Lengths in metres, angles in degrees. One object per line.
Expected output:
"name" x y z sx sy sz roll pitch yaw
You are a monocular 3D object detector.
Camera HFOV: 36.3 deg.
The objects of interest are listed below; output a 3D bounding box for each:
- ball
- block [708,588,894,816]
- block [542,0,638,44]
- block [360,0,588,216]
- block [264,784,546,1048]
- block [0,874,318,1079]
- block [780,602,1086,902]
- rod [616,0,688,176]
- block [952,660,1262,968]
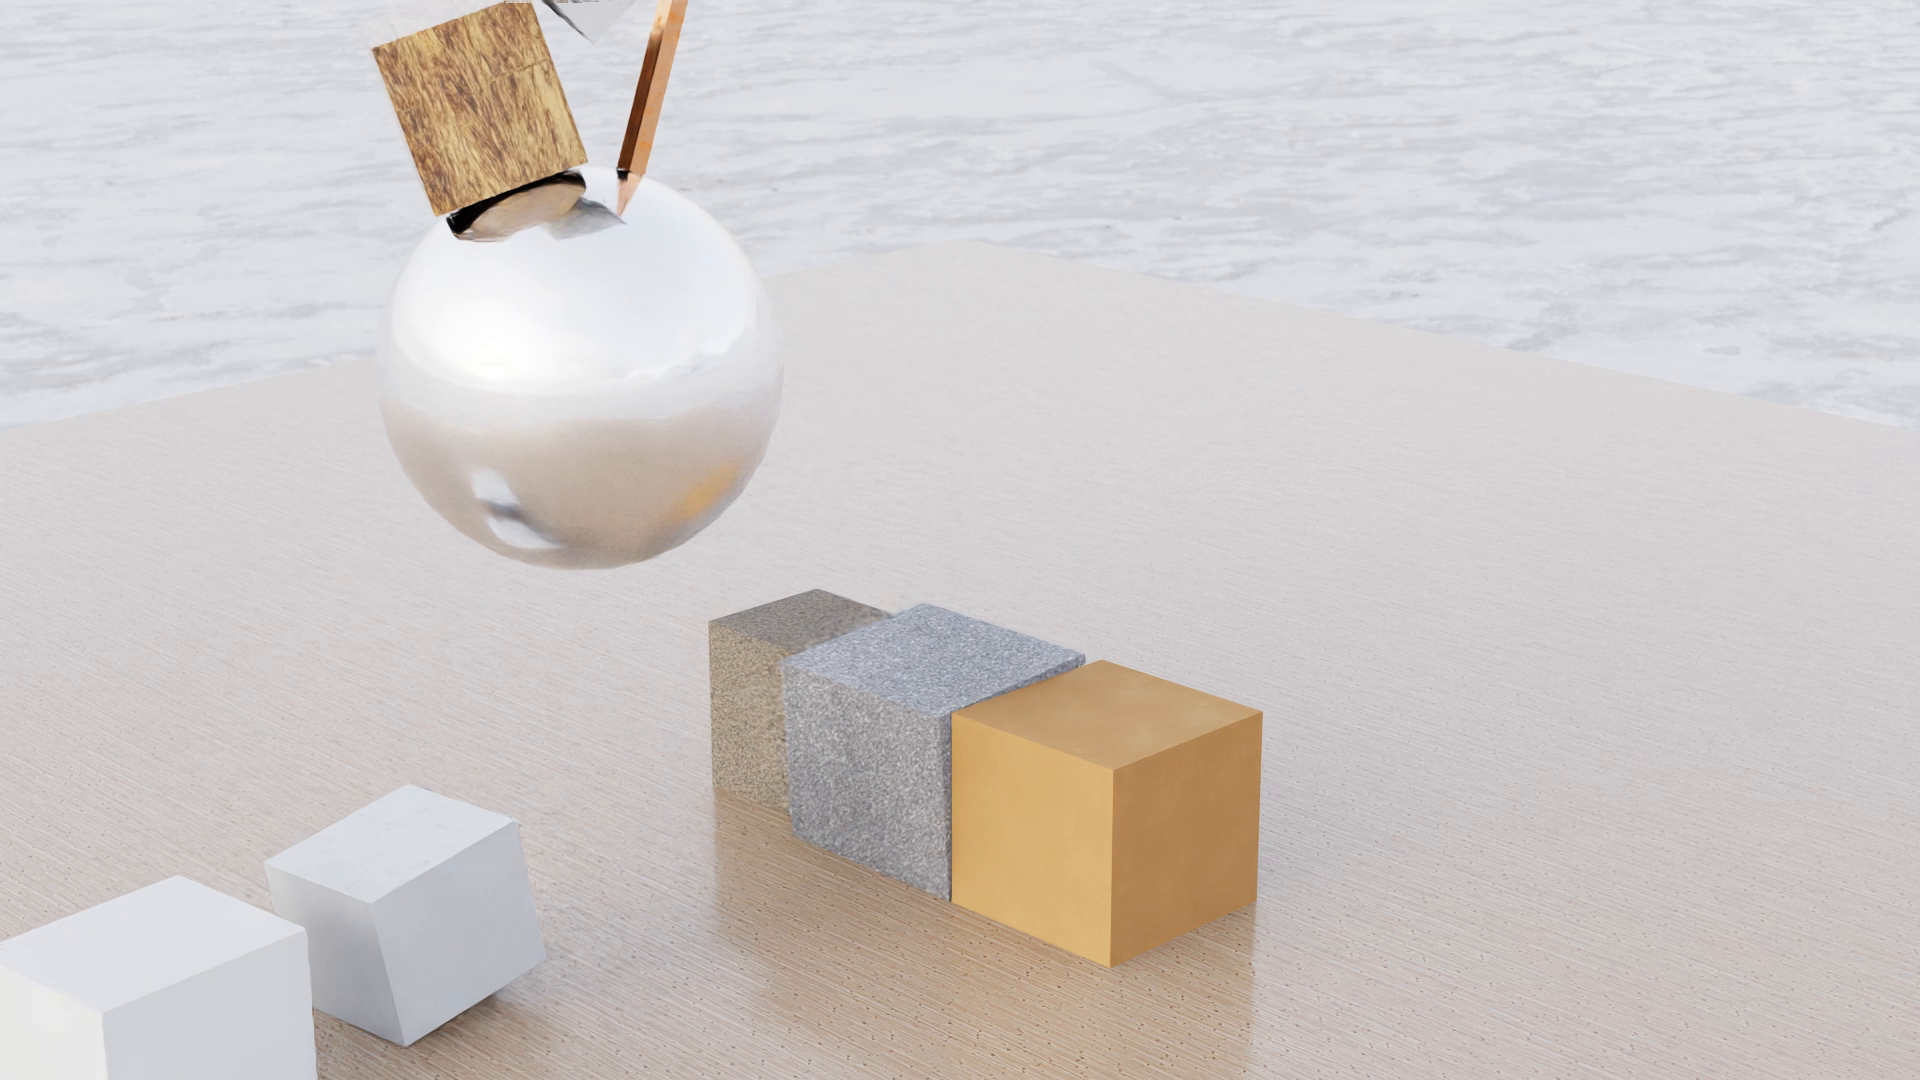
"ball" -1.495 -0.673 11.563 1.600 1.600 1.600 0 17 0
"block" -0.705 0.805 14.361 0.714 0.853 0.754 -17 24 -42
"block" -1.448 -2.396 11.004 0.666 0.620 0.577 -46 50 -2
"block" -1.877 -1.724 11.292 0.616 0.676 0.620 -21 22 -8
"block" -2.287 1.535 12.115 0.711 0.664 0.759 12 30 41
"block" -3.057 1.872 11.069 0.788 0.790 0.912 14 22 37
"block" -0.109 0.964 13.679 1.052 0.901 0.940 17 28 42
"rod" -0.648 -3.963 11.417 0.080 5.200 0.080 17 3 42
"block" 0.649 1.190 13.042 0.981 0.909 0.959 -17 24 -42
